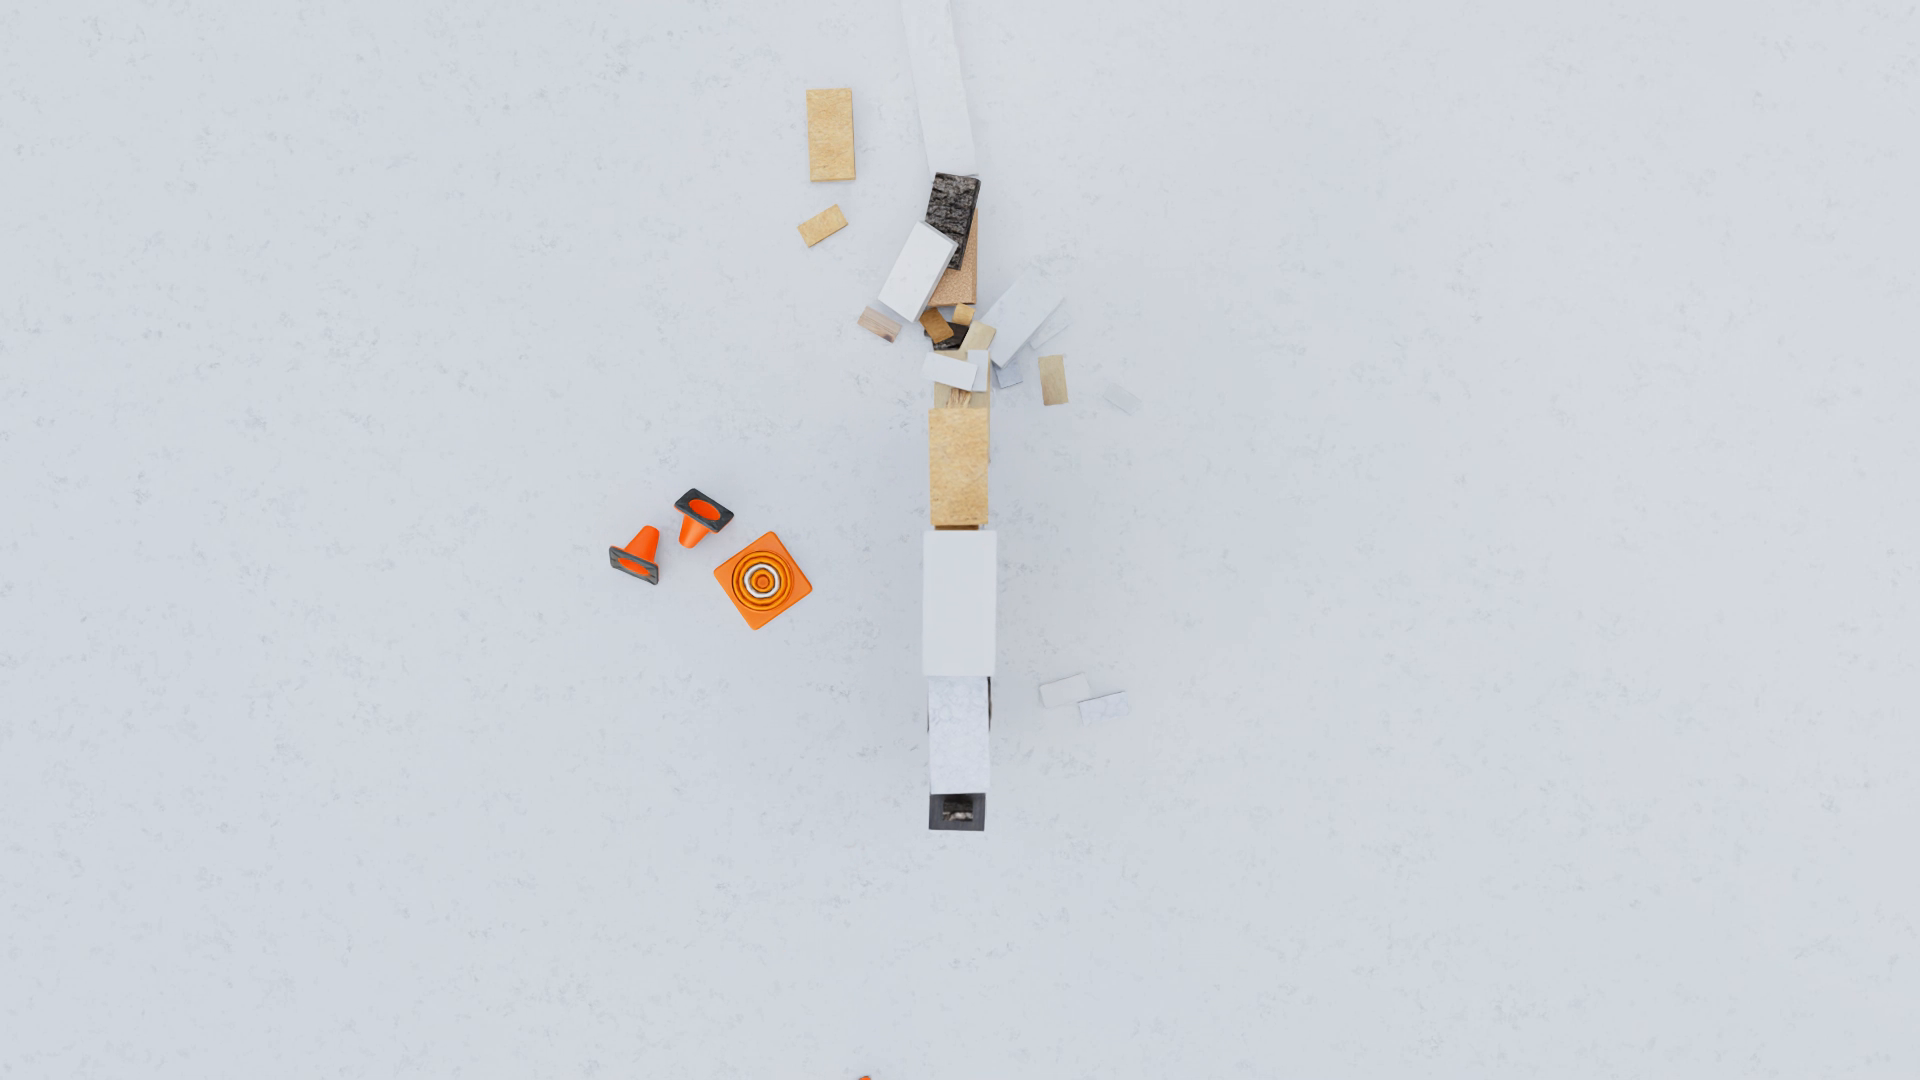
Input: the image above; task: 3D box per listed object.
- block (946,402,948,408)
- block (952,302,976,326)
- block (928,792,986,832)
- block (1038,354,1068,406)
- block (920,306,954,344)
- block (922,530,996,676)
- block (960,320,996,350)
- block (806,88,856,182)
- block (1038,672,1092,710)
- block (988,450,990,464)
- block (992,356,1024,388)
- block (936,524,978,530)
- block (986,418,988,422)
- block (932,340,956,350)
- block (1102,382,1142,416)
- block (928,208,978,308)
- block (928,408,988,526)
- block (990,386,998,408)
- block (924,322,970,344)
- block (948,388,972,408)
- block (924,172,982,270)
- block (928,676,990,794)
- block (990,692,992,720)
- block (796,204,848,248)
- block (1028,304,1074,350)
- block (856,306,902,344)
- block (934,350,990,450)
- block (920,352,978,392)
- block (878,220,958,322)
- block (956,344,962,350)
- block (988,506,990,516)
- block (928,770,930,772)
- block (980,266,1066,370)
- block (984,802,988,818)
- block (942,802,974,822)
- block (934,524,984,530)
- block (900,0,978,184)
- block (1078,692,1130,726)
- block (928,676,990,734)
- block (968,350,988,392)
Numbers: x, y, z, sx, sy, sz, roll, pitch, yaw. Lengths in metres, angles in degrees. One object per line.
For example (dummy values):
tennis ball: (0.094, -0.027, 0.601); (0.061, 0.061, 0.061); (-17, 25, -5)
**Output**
block: (-0.013, -0.358, 4.807); (0.047, 0.013, 0.095); (-5, 79, 1)
block: (0.007, -0.730, 5.445); (0.061, 0.121, 0.017); (23, 56, 0)
block: (-0.005, 0.642, 4.532); (0.153, 0.043, 0.307); (2, 90, 0)
block: (0.310, -0.532, 5.488); (0.081, 0.023, 0.163); (-7, 90, 0)
block: (-0.081, -0.710, 5.447); (0.068, 0.019, 0.136); (-25, 53, -10)
block: (-0.002, 0.146, 3.813); (0.167, 0.047, 0.334); (1, 90, 0)
block: (0.043, -0.622, 5.408); (0.081, 0.023, 0.191); (24, 77, 8)
block: (-0.429, -1.345, 5.479); (0.149, 0.042, 0.297); (-3, 90, 0)
block: (0.349, 0.502, 5.489); (0.159, 0.023, 0.080); (-17, 90, 0)
block: (0.015, -0.226, 4.689); (0.138, 0.275, 0.039); (-9, 91, 0)
block: (0.149, -0.589, 5.489); (0.077, 0.022, 0.155); (-19, 90, 0)
block: (-0.007, 0.053, 4.269); (0.113, 0.032, 0.226); (-1, 90, 0)
block: (-0.003, -0.262, 4.092); (0.138, 0.276, 0.039); (0, 86, 0)
block: (-0.043, -0.604, 5.437); (0.074, 0.021, 0.148); (-11, 68, -3)
block: (0.540, -0.470, 5.492); (0.119, 0.017, 0.059); (34, 90, 0)
block: (-0.026, -0.935, 5.443); (0.159, 0.045, 0.318); (0, 87, 22)
block: (-0.003, -0.175, 3.934); (0.138, 0.039, 0.276); (-1, 90, 0)
block: (0.023, -0.427, 5.035); (0.165, 0.329, 0.047); (-7, 98, 0)
block: (-0.044, -0.690, 5.451); (0.136, 0.019, 0.068); (15, 56, 20)
block: (-0.007, -0.384, 4.786); (0.059, 0.017, 0.119); (12, 63, 3)
block: (-0.039, -1.045, 5.407); (0.148, 0.042, 0.297); (14, 93, 22)
block: (-0.002, 0.453, 3.873); (0.139, 0.039, 0.278); (-1, 90, 0)
block: (0.003, 0.432, 4.376); (0.160, 0.320, 0.045); (4, 90, 0)
block: (-0.457, -1.045, 5.489); (0.155, 0.022, 0.077); (-31, 90, 0)
block: (0.288, -0.712, 5.488); (0.163, 0.023, 0.081); (-36, 90, 0)
block: (-0.267, -0.717, 5.490); (0.136, 0.019, 0.068); (29, 90, 0)
block: (0.006, -0.389, 4.846); (0.165, 0.047, 0.329); (0, 91, 0)
block: (-0.030, -0.491, 4.801); (0.155, 0.022, 0.077); (17, 94, 9)
block: (-0.139, -0.879, 5.403); (0.149, 0.042, 0.297); (36, 115, 13)
block: (-0.015, -0.610, 5.461); (0.074, 0.021, 0.148); (-3, 68, 1)
block: (0.001, -0.075, 4.093); (0.138, 0.276, 0.039); (-2, 90, 0)
block: (-0.002, 0.539, 4.202); (0.139, 0.617, 0.039); (7, 90, 0)
block: (0.184, -0.733, 5.458); (0.159, 0.045, 0.318); (41, 87, 9)
block: (-0.002, 0.748, 4.911); (0.153, 0.715, 0.043); (0, 90, 0)
block: (-0.006, 0.729, 4.431); (0.080, 0.159, 0.023); (2, 91, 0)
block: (-0.002, -0.160, 4.531); (0.138, 0.039, 0.275); (0, 90, 0)
block: (-0.101, -1.687, 5.477); (0.159, 0.045, 0.989); (-10, 90, 0)
block: (0.480, 0.561, 5.489); (0.159, 0.023, 0.080); (-14, 90, 0)
block: (-0.002, 0.329, 4.194); (0.160, 0.045, 0.320); (0, 90, 0)
block: (0.050, -0.495, 4.812); (0.059, 0.017, 0.119); (3, 91, 0)
